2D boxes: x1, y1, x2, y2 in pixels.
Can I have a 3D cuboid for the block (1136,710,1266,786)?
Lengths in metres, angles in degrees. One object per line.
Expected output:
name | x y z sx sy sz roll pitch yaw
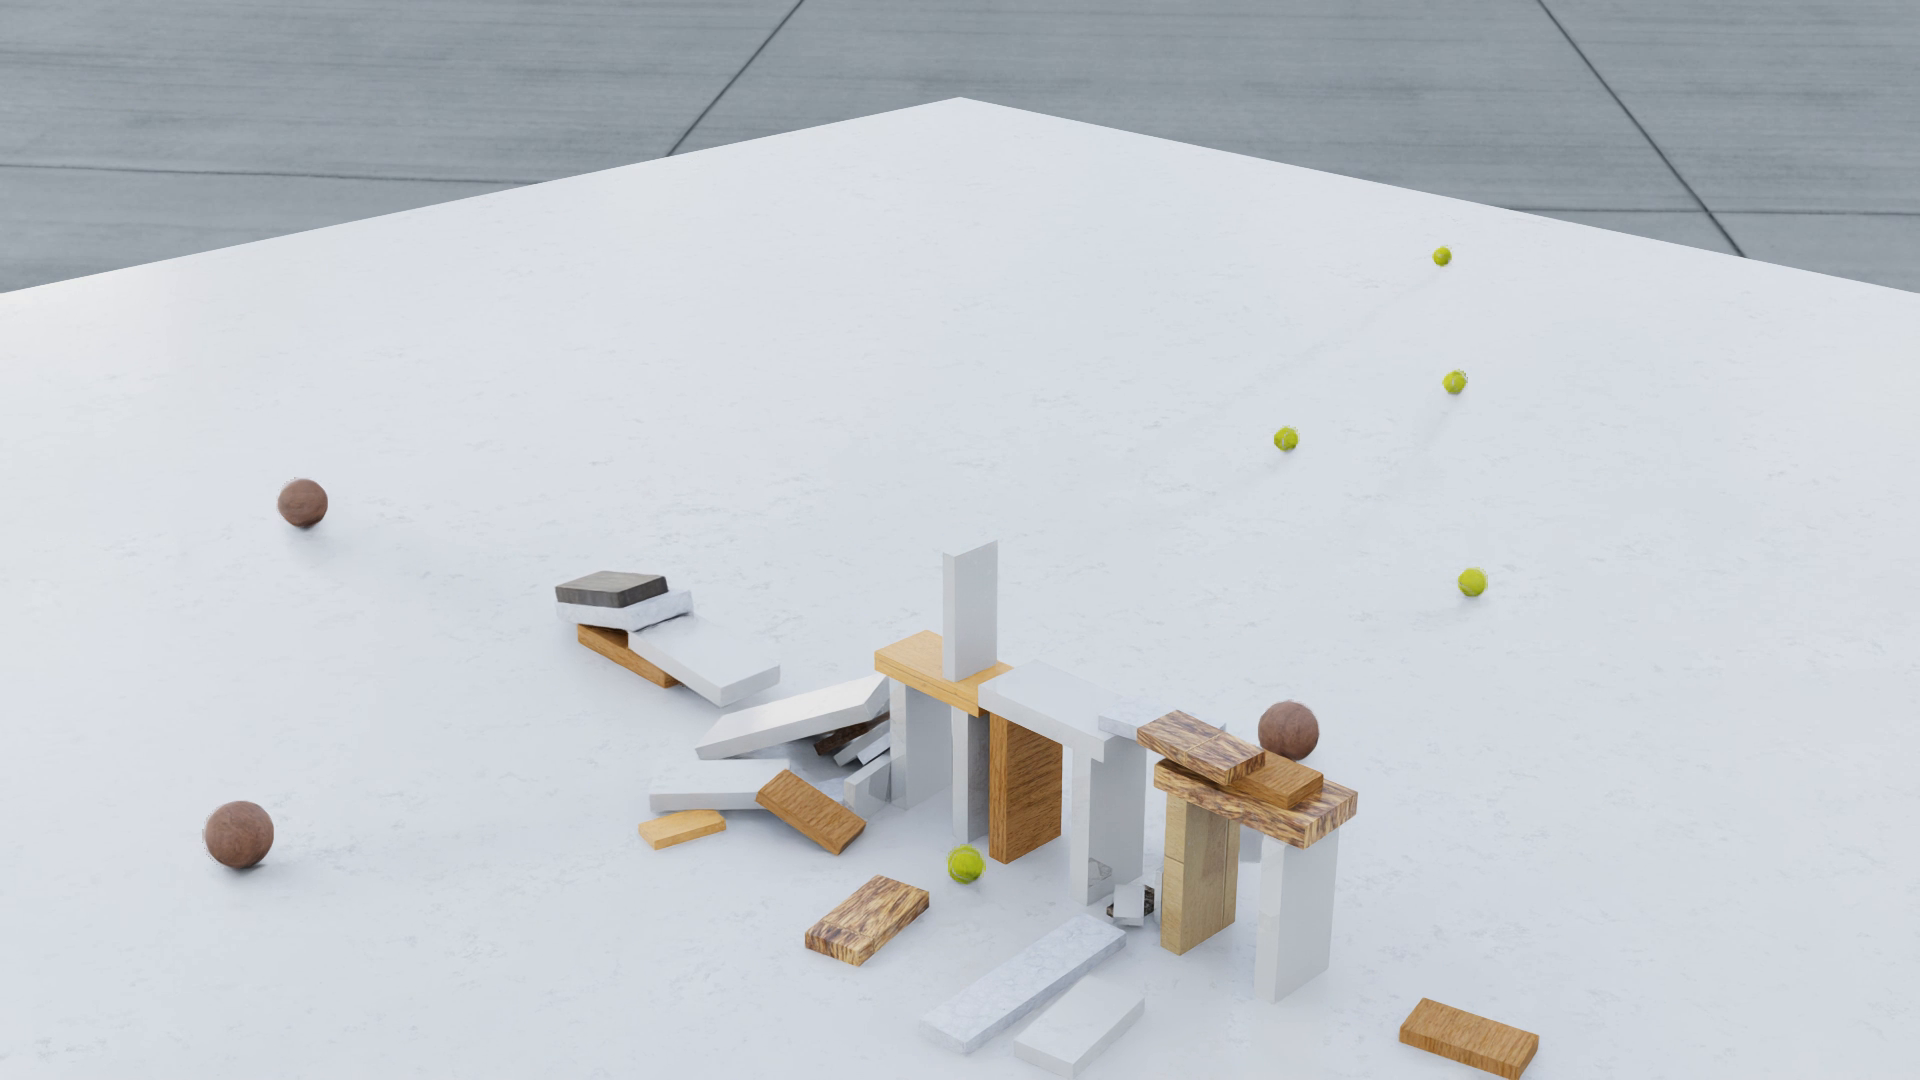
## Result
block | 0.421 0.363 3.856 0.104 0.029 0.208 -20 30 -38

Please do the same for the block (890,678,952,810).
block | -0.079 0.389 4.472 0.041 0.291 0.145 17 29 35

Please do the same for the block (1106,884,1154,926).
block | 0.333 0.685 4.127 0.056 0.016 0.112 21 31 40

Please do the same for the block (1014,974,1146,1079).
block | 0.206 0.831 3.760 0.117 0.033 0.235 15 27 32

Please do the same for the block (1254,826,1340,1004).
block | 0.589 0.637 3.849 0.045 0.320 0.160 21 31 41

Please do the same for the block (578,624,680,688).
block | -0.723 0.244 5.124 0.169 0.048 0.338 -21 31 -40

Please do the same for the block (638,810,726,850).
block | -0.554 0.572 4.385 0.155 0.022 0.077 -13 26 -29

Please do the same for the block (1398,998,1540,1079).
block | 0.863 0.846 3.730 0.208 0.029 0.104 14 27 30

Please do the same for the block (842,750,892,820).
block | -0.131 0.475 4.511 0.029 0.101 0.326 19 29 29

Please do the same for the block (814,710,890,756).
block | -0.218 0.401 4.641 0.095 0.027 0.191 -24 -4 -43

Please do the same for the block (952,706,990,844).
block | 0.052 0.441 4.350 0.041 0.291 0.145 21 31 41

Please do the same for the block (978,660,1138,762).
block | 0.204 0.318 4.137 0.319 0.045 0.159 21 31 41

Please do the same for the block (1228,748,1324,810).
block | 0.517 0.403 3.836 0.208 0.029 0.104 21 30 40

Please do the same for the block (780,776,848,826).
block | -0.289 0.529 4.481 0.182 0.026 0.091 -11 25 -24

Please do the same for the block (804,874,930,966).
block | -0.170 0.701 4.065 0.117 0.033 0.235 14 27 29

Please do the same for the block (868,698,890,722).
block | -0.224 0.353 4.612 0.191 0.027 0.095 -8 13 47

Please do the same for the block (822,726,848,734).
block | -0.295 0.387 4.720 0.095 0.027 0.191 -25 11 -40

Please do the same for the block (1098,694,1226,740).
block | 0.367 0.337 3.993 0.208 0.029 0.104 15 27 32

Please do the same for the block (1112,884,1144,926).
block | 0.315 0.680 4.098 0.056 0.016 0.112 2 23 5

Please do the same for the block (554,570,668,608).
block | -0.819 0.116 5.158 0.136 0.039 0.273 -20 15 -39

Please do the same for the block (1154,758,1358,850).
block | 0.516 0.437 3.853 0.320 0.045 0.160 20 30 38

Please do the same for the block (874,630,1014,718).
block | -0.017 0.261 4.348 0.291 0.041 0.145 21 31 41

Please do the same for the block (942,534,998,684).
block | 0.020 0.133 4.255 0.033 0.267 0.117 21 31 41

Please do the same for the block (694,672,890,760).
block | -0.345 0.371 4.590 0.440 0.039 0.136 -17 19 29

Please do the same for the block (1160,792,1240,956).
block | 0.438 0.578 3.988 0.045 0.320 0.160 21 31 41

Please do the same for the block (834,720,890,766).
block | -0.180 0.415 4.601 0.091 0.026 0.182 -24 -10 -44

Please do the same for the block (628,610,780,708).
block | -0.579 0.263 4.966 0.169 0.048 0.338 -21 35 -40

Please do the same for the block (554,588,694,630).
block | -0.790 0.154 5.164 0.169 0.048 0.338 -20 15 -38

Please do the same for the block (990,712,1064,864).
block | 0.129 0.456 4.277 0.045 0.319 0.159 21 31 41

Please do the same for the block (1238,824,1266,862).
block | 0.555 0.574 4.275 0.208 0.104 0.029 2 23 5

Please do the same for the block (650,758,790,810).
block | -0.486 0.498 4.478 0.273 0.039 0.136 -1 23 1

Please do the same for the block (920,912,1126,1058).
block | 0.117 0.780 3.886 0.104 0.029 0.446 19 29 37

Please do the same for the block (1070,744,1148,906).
block | 0.279 0.515 4.139 0.045 0.319 0.159 21 31 41

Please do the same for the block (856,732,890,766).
block | -0.160 0.430 4.552 0.091 0.026 0.182 -34 -7 0

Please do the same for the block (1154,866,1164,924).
block | 0.385 0.653 4.080 0.016 0.112 0.056 21 31 40

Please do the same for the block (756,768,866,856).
block | -0.295 0.539 4.361 0.202 0.029 0.101 32 32 14
